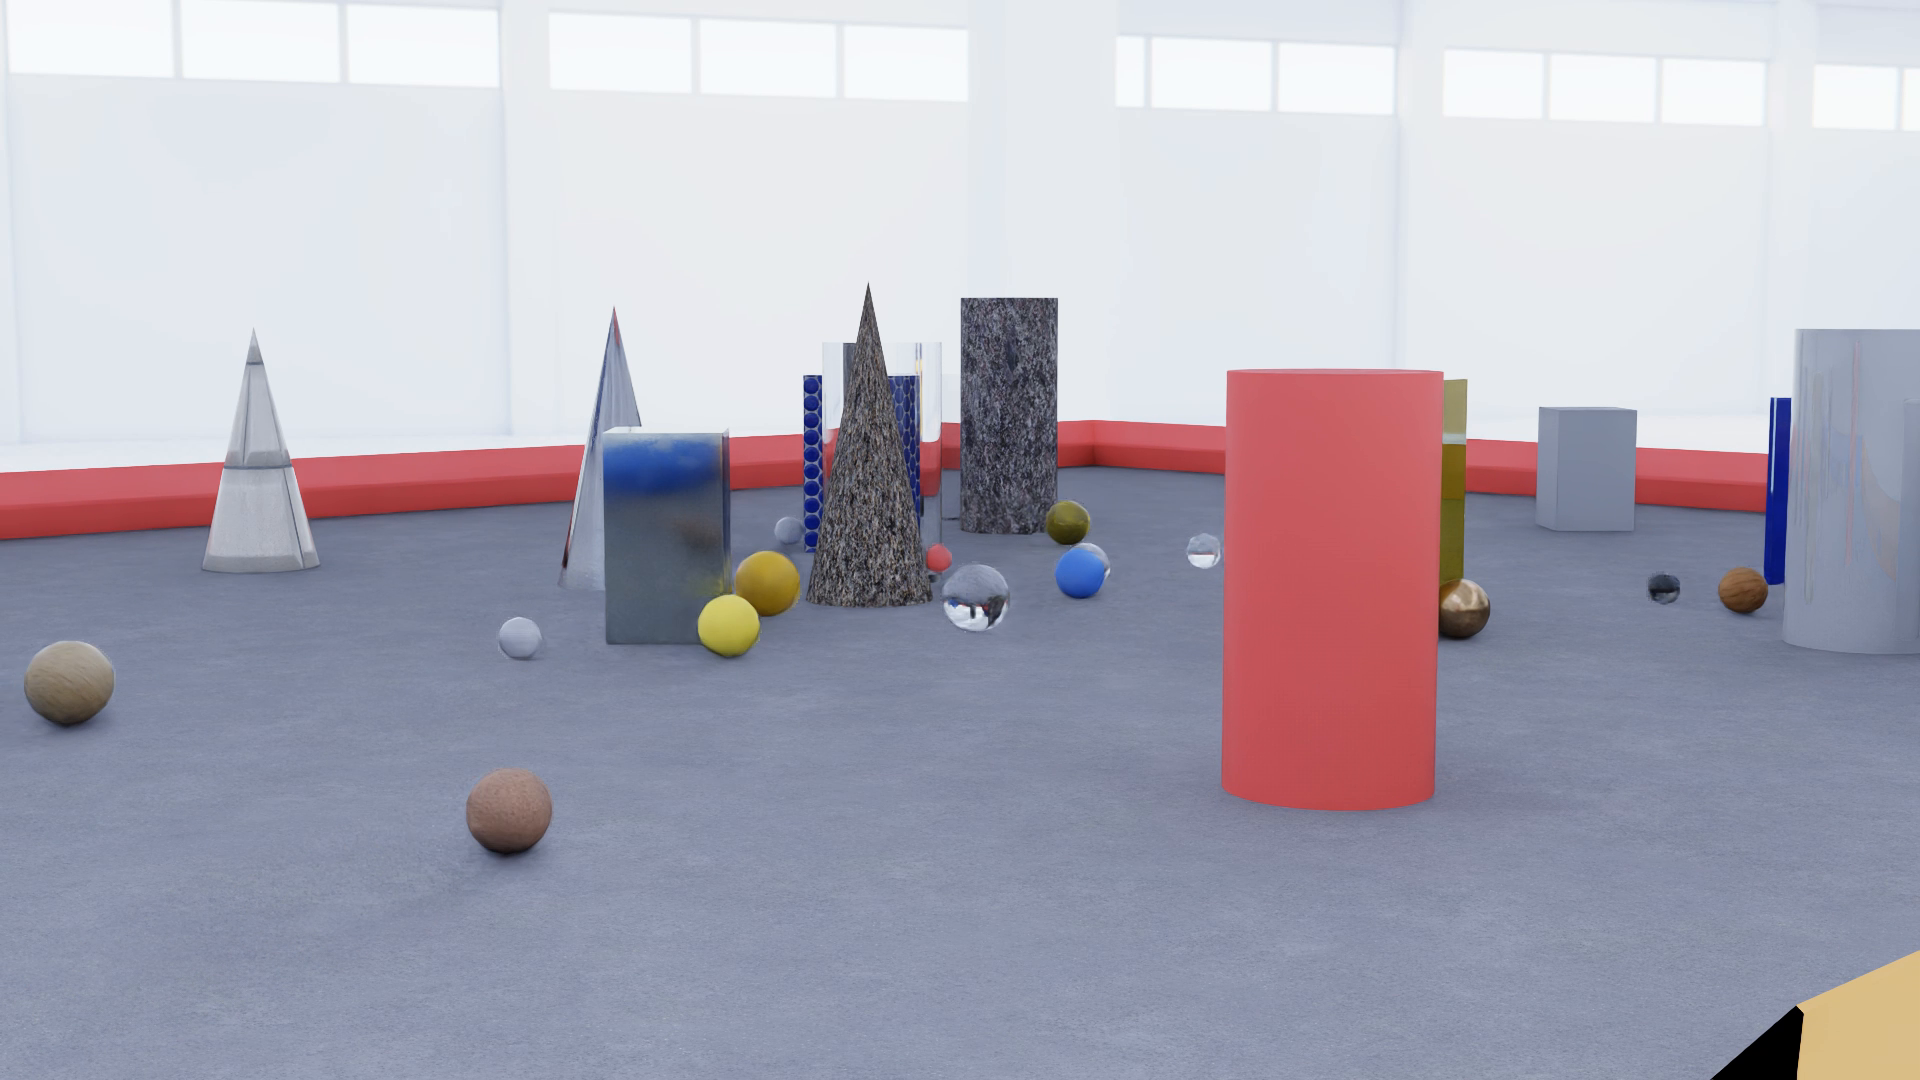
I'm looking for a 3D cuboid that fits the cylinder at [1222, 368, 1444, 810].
[{"bbox_3d":[0.344,0.038,2.041,0.197,0.389,0.197,0,6,0],"label":"cylinder"}]

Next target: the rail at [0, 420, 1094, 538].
[{"bbox_3d":[-1.326,-0.116,4.761,4.704,0.128,0.045,-5,8,-42],"label":"rail"}]

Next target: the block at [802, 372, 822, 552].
[{"bbox_3d":[-0.215,-0.148,4.122,0.158,0.327,0.158,0,6,-5],"label":"block"}]

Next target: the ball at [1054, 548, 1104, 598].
[{"bbox_3d":[0.186,0.052,3.404,0.077,0.077,0.077,0,6,0],"label":"ball"}]

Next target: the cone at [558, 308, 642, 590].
[{"bbox_3d":[-0.558,-0.155,3.573,0.197,0.455,0.197,0,6,0],"label":"cone"}]

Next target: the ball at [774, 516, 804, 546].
[{"bbox_3d":[-0.323,-0.016,4.159,0.055,0.055,0.055,0,6,0],"label":"ball"}]

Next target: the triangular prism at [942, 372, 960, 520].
[{"bbox_3d":[0.021,-0.204,4.737,0.171,0.310,0.148,3,7,27],"label":"triangular prism"}]

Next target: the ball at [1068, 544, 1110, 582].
[{"bbox_3d":[0.201,0.043,3.501,0.076,0.076,0.076,0,6,0],"label":"ball"}]

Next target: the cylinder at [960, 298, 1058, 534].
[{"bbox_3d":[0.099,-0.255,4.457,0.197,0.470,0.197,0,6,0],"label":"cylinder"}]

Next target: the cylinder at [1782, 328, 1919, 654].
[{"bbox_3d":[1.210,-0.071,2.933,0.197,0.420,0.197,0,6,0],"label":"cylinder"}]

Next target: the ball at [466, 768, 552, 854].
[{"bbox_3d":[-0.371,0.223,1.807,0.070,0.070,0.070,0,6,0],"label":"ball"}]

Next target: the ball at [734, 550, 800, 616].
[{"bbox_3d":[-0.281,0.063,3.205,0.096,0.096,0.096,0,6,0],"label":"ball"}]

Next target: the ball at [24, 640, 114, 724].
[{"bbox_3d":[-0.961,0.153,2.372,0.090,0.090,0.090,0,6,0],"label":"ball"}]

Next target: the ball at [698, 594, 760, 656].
[{"bbox_3d":[-0.298,0.111,2.834,0.080,0.080,0.080,0,6,0],"label":"ball"}]

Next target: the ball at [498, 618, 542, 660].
[{"bbox_3d":[-0.563,0.126,2.811,0.054,0.054,0.054,0,6,0],"label":"ball"}]

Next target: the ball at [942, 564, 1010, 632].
[{"bbox_3d":[0.022,0.080,3.046,0.096,0.096,0.096,0,6,0],"label":"ball"}]

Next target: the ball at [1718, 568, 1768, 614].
[{"bbox_3d":[1.153,0.074,3.238,0.069,0.069,0.069,0,6,0],"label":"ball"}]

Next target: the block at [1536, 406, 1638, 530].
[{"bbox_3d":[1.286,-0.148,4.520,0.158,0.244,0.158,0,6,0],"label":"block"}]

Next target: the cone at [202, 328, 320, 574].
[{"bbox_3d":[-1.214,-0.161,3.800,0.197,0.418,0.197,0,6,0],"label":"cone"}]

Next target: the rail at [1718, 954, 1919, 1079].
[{"bbox_3d":[1.326,0.183,1.903,4.704,0.128,0.045,-5,8,-42],"label":"rail"}]

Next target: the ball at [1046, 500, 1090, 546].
[{"bbox_3d":[0.205,-0.033,4.175,0.086,0.086,0.086,0,6,0],"label":"ball"}]

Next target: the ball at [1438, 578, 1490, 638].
[{"bbox_3d":[0.681,0.093,2.995,0.081,0.081,0.081,0,6,0],"label":"ball"}]

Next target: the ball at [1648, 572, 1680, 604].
[{"bbox_3d":[1.069,0.074,3.339,0.048,0.048,0.048,0,6,0],"label":"ball"}]

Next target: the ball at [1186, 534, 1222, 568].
[{"bbox_3d":[0.422,0.019,3.801,0.061,0.061,0.061,0,6,0],"label":"ball"}]

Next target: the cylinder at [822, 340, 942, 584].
[{"bbox_3d":[-0.129,-0.130,3.634,0.197,0.393,0.197,0,6,0],"label":"cylinder"}]

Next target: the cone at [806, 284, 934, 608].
[{"bbox_3d":[-0.140,-0.153,3.378,0.197,0.491,0.197,0,6,0],"label":"cone"}]

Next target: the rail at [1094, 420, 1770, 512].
[{"bbox_3d":[1.711,-0.131,4.902,0.045,0.128,3.957,-5,8,-42],"label":"rail"}]

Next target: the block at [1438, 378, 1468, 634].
[{"bbox_3d":[0.593,-0.049,3.061,0.158,0.350,0.158,5,8,41],"label":"block"}]

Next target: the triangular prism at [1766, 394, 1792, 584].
[{"bbox_3d":[1.396,-0.088,3.658,0.171,0.304,0.148,-1,6,-5],"label":"triangular prism"}]

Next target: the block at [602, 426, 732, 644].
[{"bbox_3d":[-0.398,-0.009,3.006,0.158,0.283,0.158,0,6,-2],"label":"block"}]

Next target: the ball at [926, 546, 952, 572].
[{"bbox_3d":[-0.033,0.029,3.412,0.042,0.042,0.042,0,6,0],"label":"ball"}]
